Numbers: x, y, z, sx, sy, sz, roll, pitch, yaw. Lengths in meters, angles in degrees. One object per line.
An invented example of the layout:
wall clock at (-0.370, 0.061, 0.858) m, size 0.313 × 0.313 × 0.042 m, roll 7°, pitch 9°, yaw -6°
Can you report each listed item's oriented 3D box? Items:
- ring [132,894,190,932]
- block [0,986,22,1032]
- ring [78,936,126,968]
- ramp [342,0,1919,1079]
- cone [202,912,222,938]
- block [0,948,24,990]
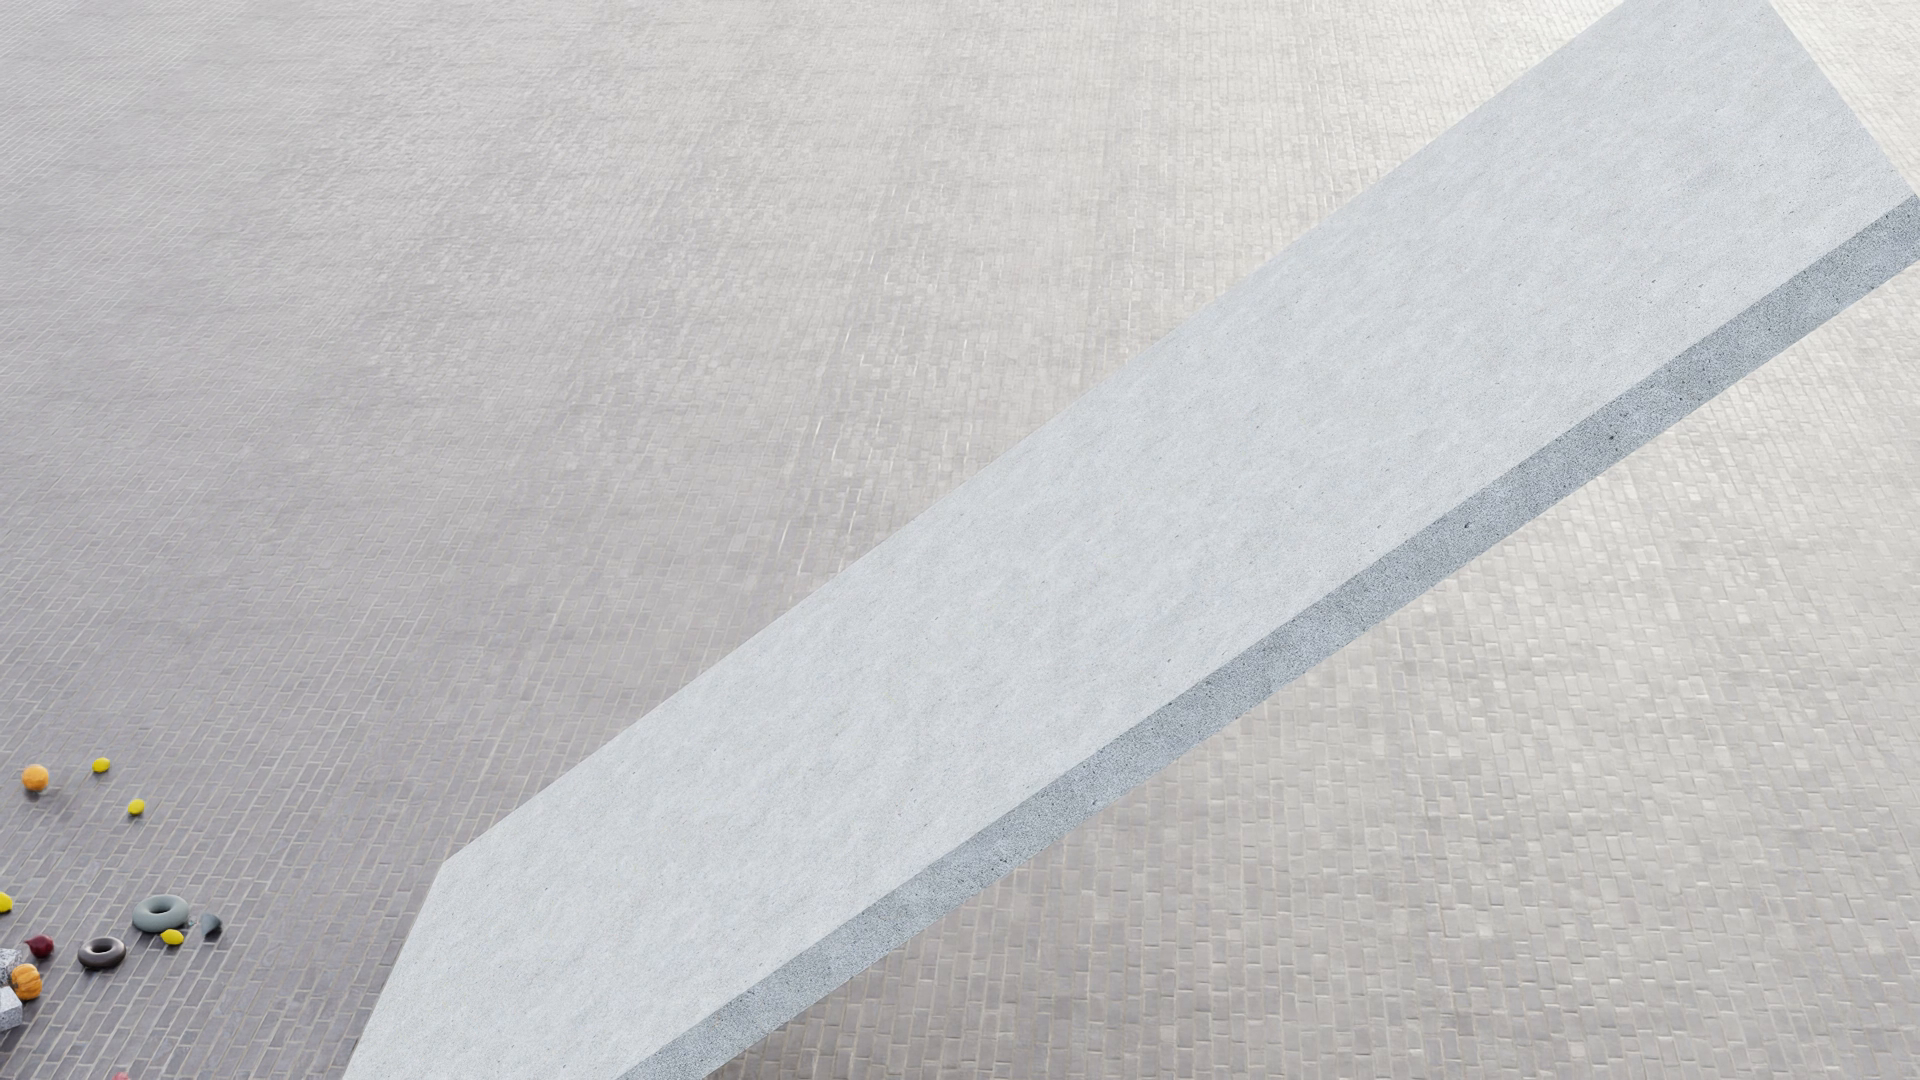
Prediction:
ring at (-2.097, 0.980, 7.718) m, size 0.147 × 0.049 × 0.147 m, roll -1°, pitch 24°, yaw 0°
block at (-2.364, 1.160, 7.258) m, size 0.070 × 0.070 × 0.070 m, roll -19°, pitch 48°, yaw -37°
ring at (-2.202, 1.059, 7.548) m, size 0.122 × 0.041 × 0.122 m, roll 1°, pitch 23°, yaw -1°
ramp at (0.121, 0.185, 6.340) m, size 4.000 × 0.100 × 2.000 m, roll -36°, pitch 16°, yaw 18°
cone at (-1.963, 1.013, 7.668) m, size 0.059 × 0.059 × 0.059 m, roll 8°, pitch 52°, yaw 17°
block at (-2.423, 1.089, 7.424) m, size 0.083 × 0.083 × 0.083 m, roll 4°, pitch 24°, yaw 9°
